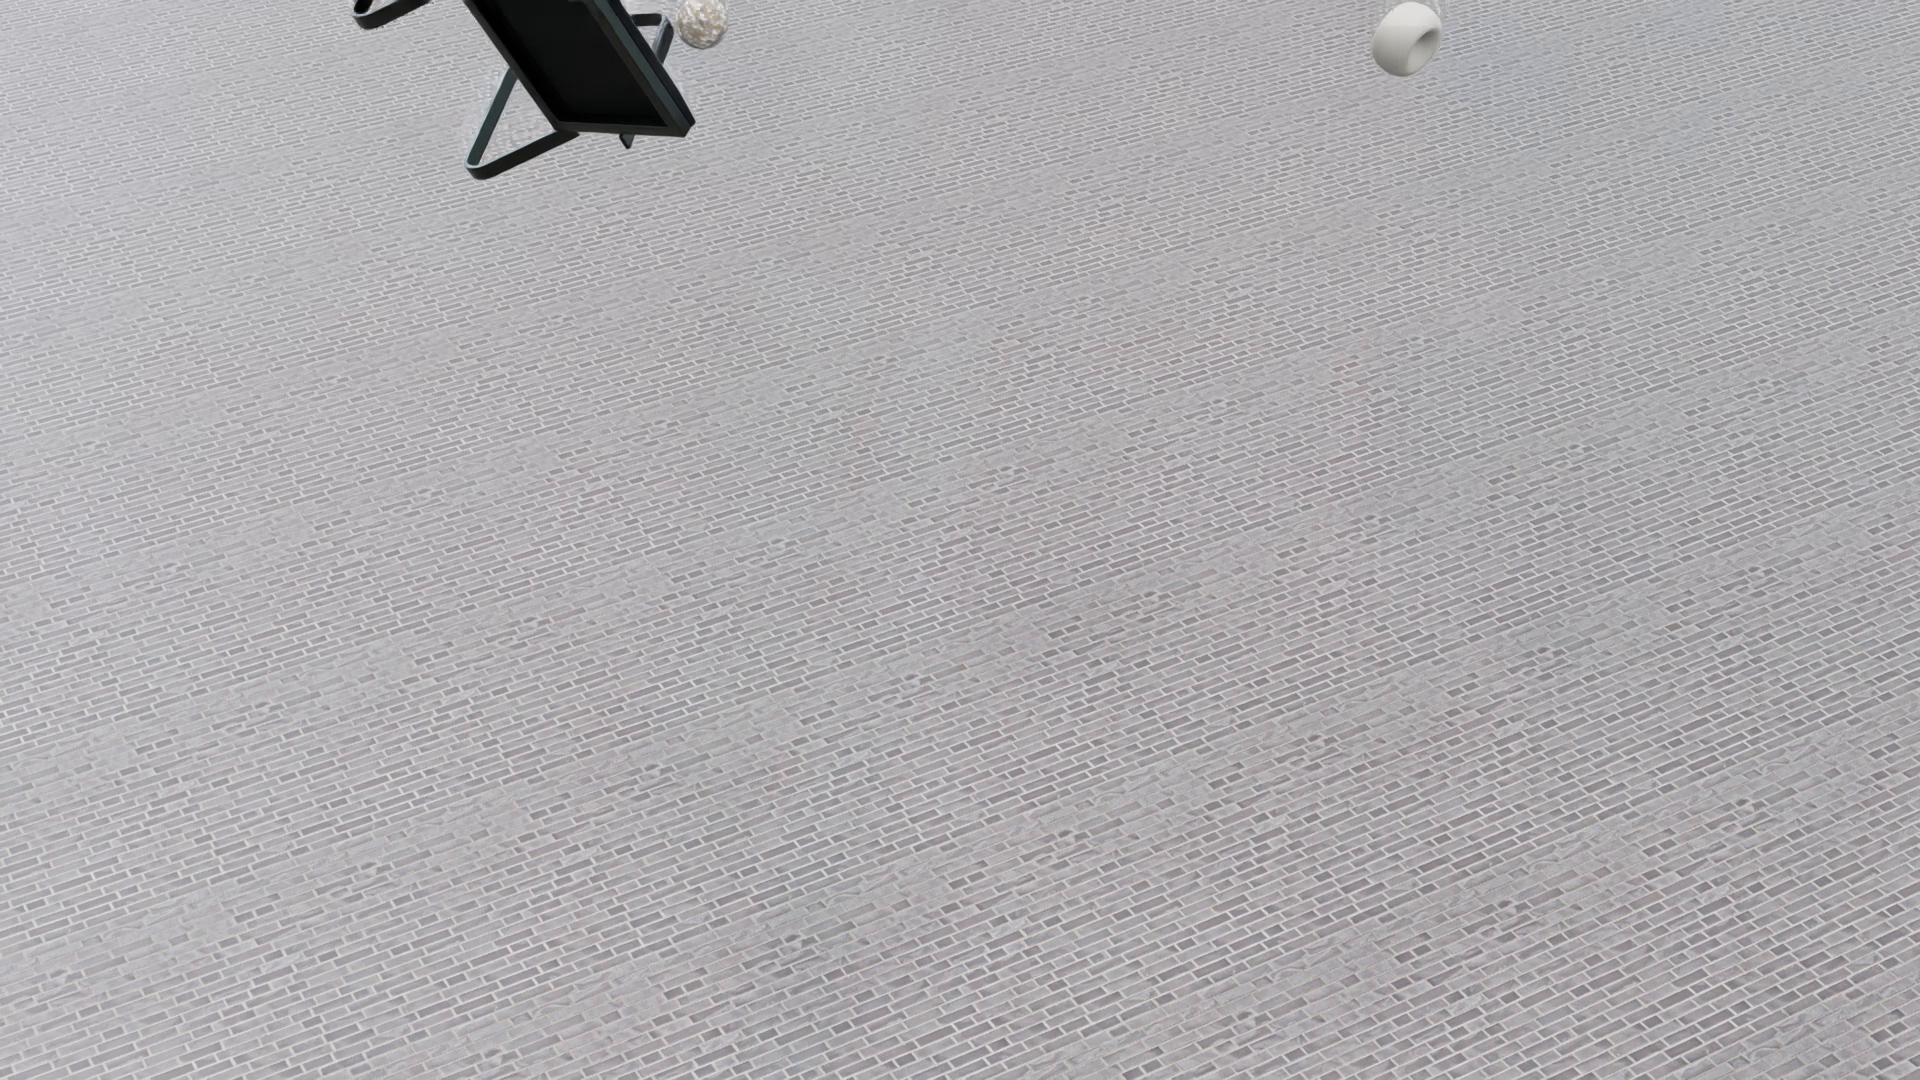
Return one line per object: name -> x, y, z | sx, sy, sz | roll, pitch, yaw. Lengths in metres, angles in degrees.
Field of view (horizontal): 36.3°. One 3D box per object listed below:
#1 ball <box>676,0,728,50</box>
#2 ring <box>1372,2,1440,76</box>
ball -> -0.888, -1.782, 10.094 | 0.182, 0.182, 0.182 | 0, 33, 0
ring -> 1.537, -1.723, 10.090 | 0.144, 0.259, 0.284 | 39, 18, 24
